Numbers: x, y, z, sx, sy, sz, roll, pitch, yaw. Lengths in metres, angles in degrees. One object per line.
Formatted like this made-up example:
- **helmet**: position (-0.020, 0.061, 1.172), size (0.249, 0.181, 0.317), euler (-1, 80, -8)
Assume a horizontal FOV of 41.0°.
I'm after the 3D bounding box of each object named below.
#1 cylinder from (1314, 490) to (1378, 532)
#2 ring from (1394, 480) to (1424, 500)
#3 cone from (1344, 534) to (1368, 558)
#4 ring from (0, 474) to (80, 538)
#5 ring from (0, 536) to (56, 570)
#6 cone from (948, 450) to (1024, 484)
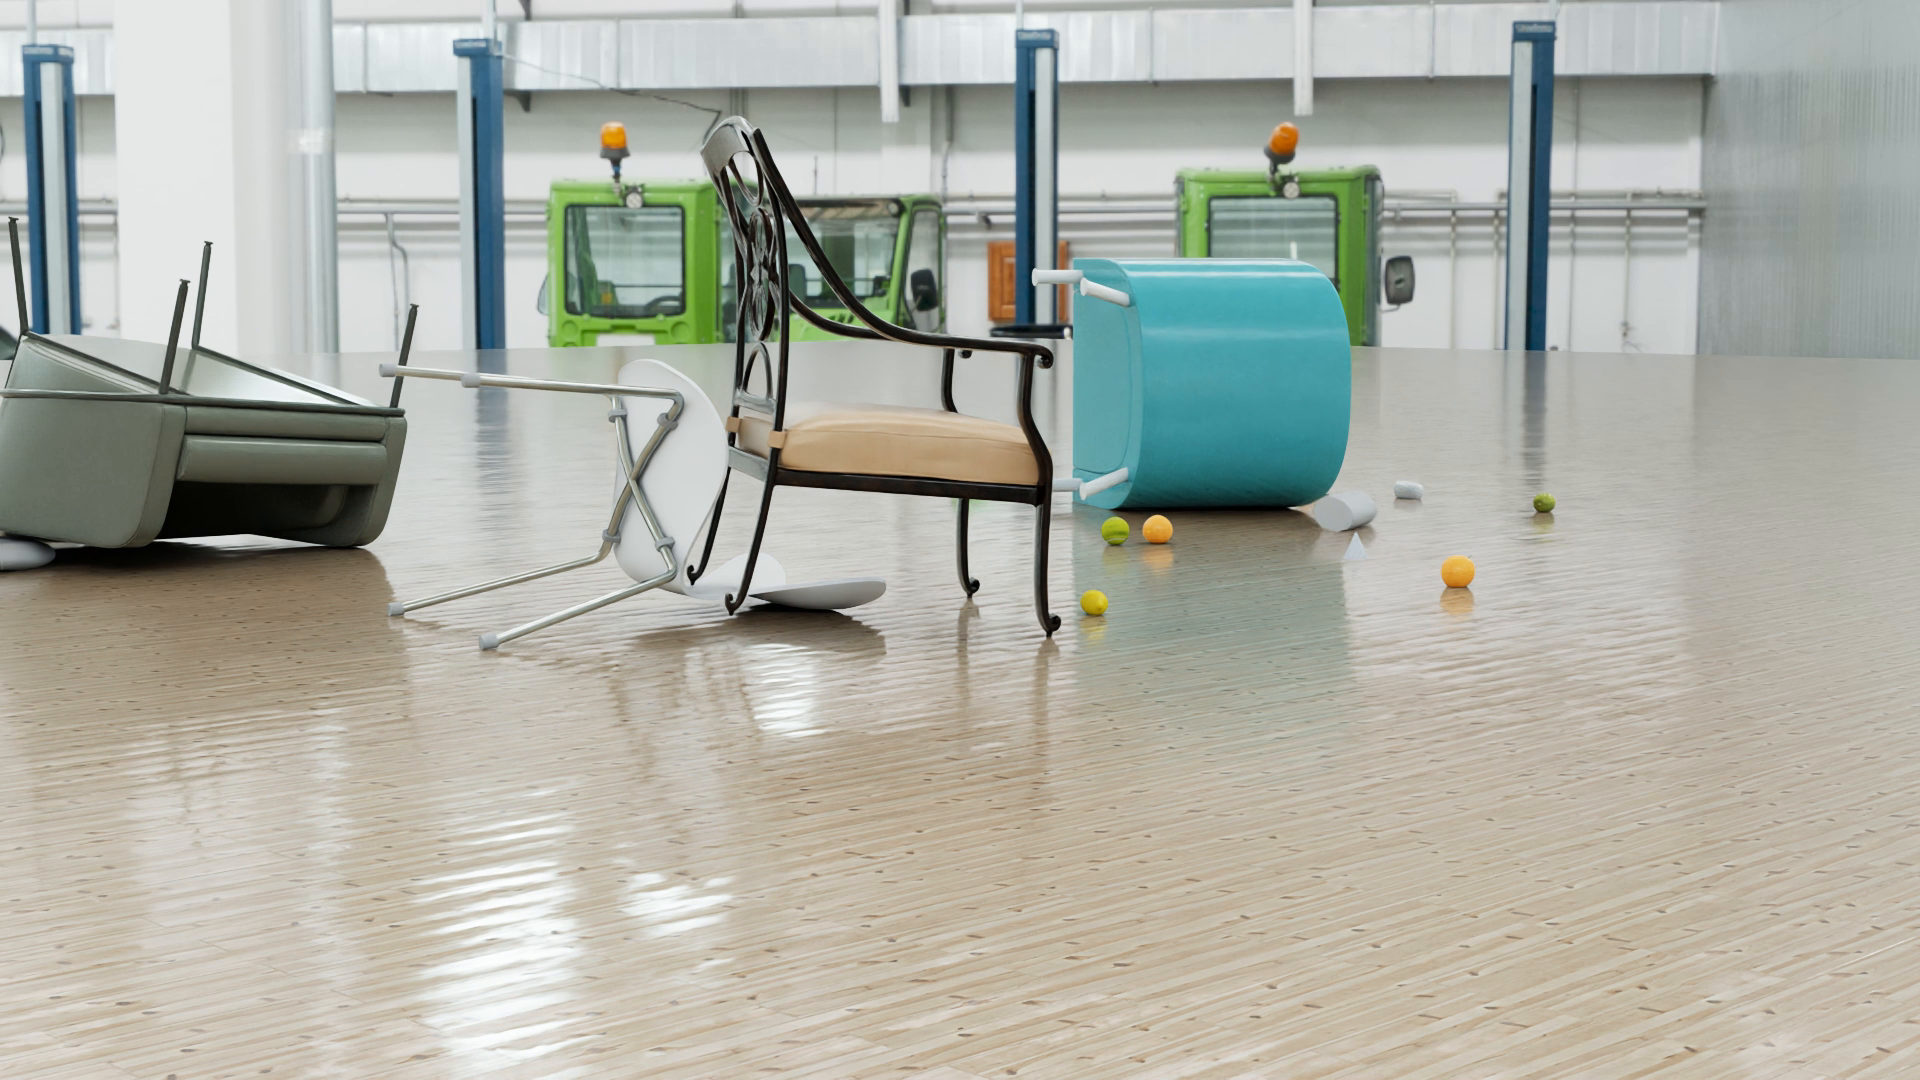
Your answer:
- **cylinder**: position (1.011, -0.077, 6.728), size (0.109, 0.085, 0.219), euler (27, 16, 21)
- **ring**: position (1.330, -0.147, 7.612), size (0.068, 0.048, 0.133), euler (0, 7, -21)
- **cone**: position (0.926, 0.010, 6.005), size (0.062, 0.063, 0.047), euler (-3, 6, -25)
- **ring**: position (-2.387, -0.084, 6.533), size (0.282, 0.146, 0.316), euler (-4, 8, -26)
- **ring**: position (-2.247, 0.028, 5.809), size (0.378, 0.059, 0.373), euler (1, 5, -27)
- **cone**: position (0.101, -0.203, 8.126), size (0.241, 0.106, 0.151), euler (15, 15, 14)
